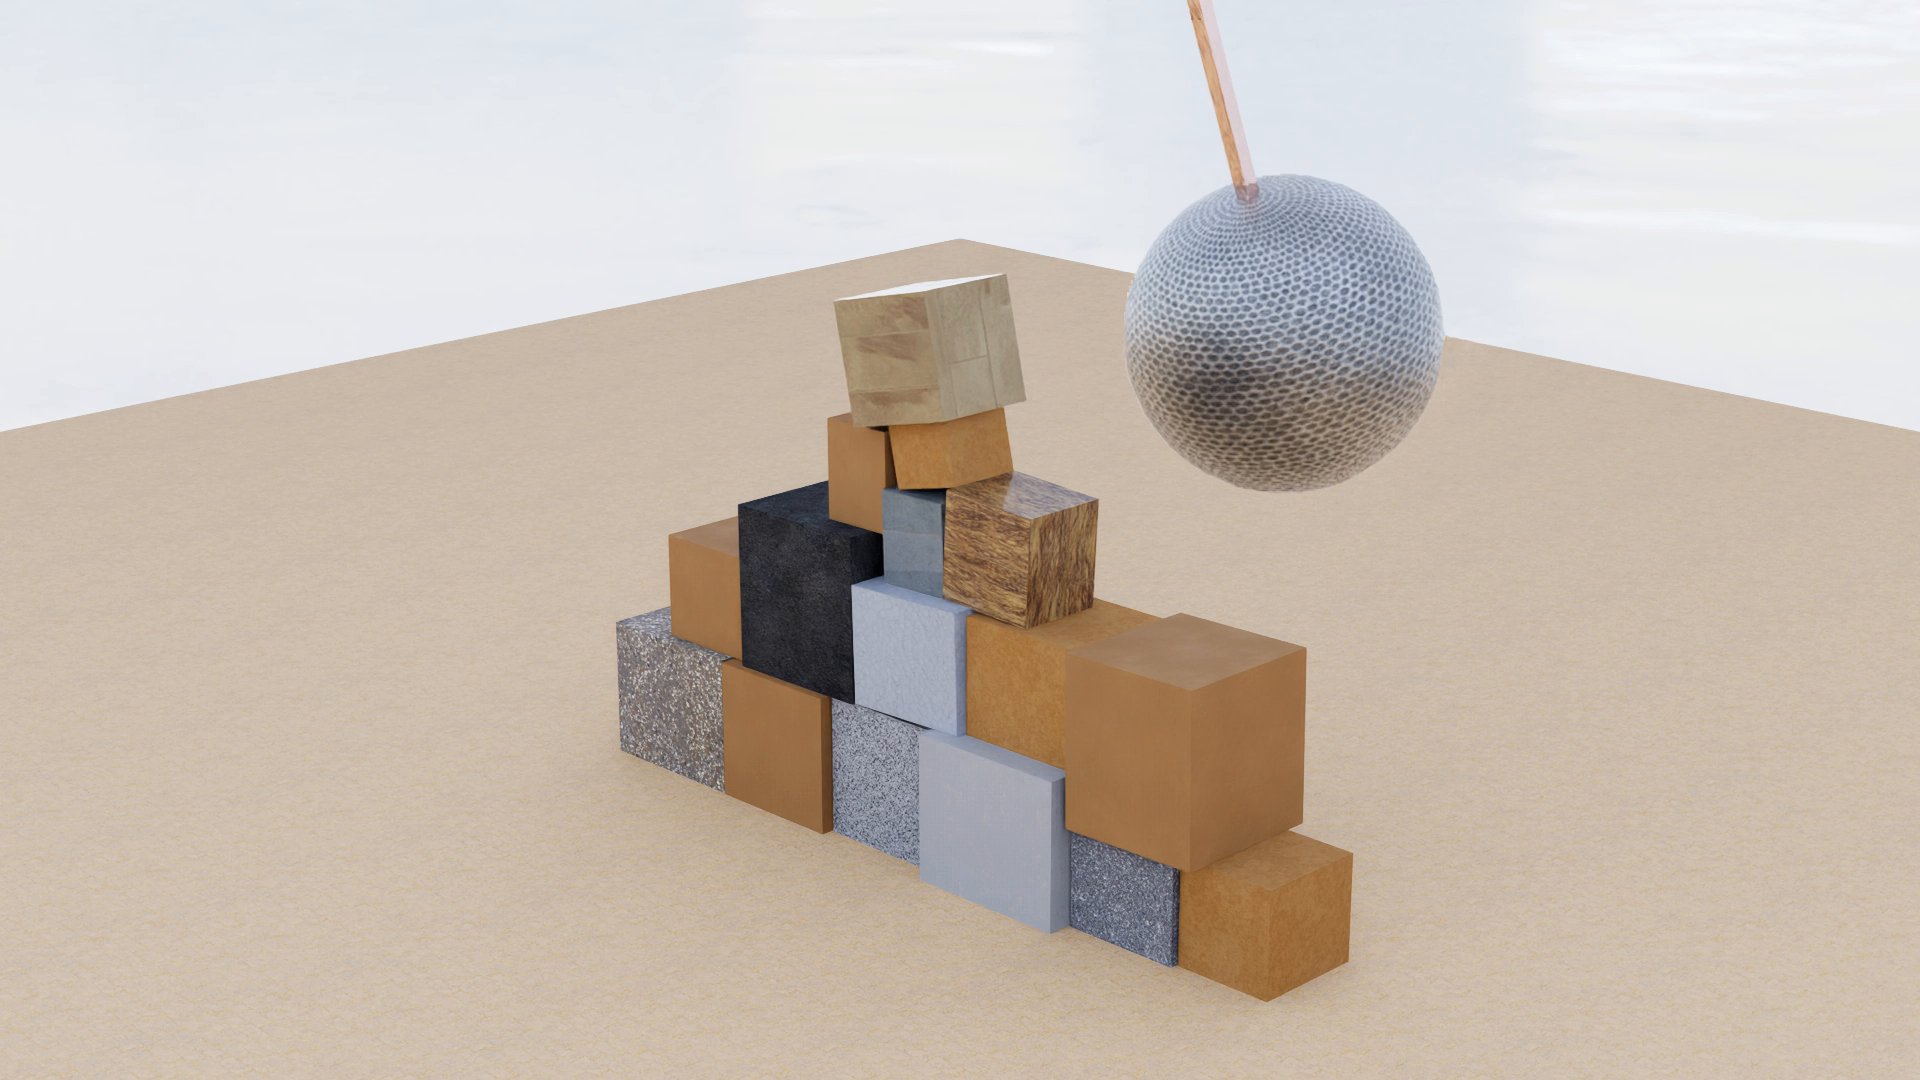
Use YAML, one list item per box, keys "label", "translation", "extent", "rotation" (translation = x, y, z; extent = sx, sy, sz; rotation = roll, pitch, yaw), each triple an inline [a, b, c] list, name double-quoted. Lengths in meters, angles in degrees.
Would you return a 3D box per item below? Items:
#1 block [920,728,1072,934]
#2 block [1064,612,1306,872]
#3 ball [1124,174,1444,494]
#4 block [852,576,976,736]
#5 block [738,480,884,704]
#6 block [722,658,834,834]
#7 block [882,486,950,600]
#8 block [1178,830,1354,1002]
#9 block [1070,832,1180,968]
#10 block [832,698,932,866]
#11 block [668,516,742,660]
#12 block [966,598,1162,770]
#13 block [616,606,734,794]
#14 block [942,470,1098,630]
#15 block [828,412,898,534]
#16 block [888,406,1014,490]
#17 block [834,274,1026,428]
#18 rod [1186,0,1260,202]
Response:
- label: "block"
  translation: [0.396, 1.212, 13.293]
  extent: [0.824, 0.716, 0.818]
  rotation: [-17, 24, -42]
- label: "block"
  translation: [0.968, 0.855, 12.607]
  extent: [0.752, 0.806, 0.709]
  rotation: [-17, 23, -42]
- label: "ball"
  translation: [1.623, -1.032, 14.718]
  extent: [1.600, 1.600, 1.600]
  rotation: [0, 17, 0]
- label: "block"
  translation: [-0.014, 0.471, 13.516]
  extent: [0.683, 0.576, 0.666]
  rotation: [-17, 22, -42]
- label: "block"
  translation: [-0.532, 0.226, 13.981]
  extent: [0.688, 0.811, 0.780]
  rotation: [-17, 23, -42]
- label: "block"
  translation: [-0.632, 0.914, 14.297]
  extent: [0.765, 0.684, 0.708]
  rotation: [-17, 24, -42]
- label: "block"
  translation: [-0.067, -0.026, 13.403]
  extent: [0.385, 0.444, 0.421]
  rotation: [14, 22, 43]
- label: "block"
  translation: [1.300, 1.575, 12.490]
  extent: [0.551, 0.505, 0.489]
  rotation: [-17, 24, -42]
- label: "block"
  translation: [0.895, 1.472, 12.843]
  extent: [0.569, 0.489, 0.586]
  rotation: [-17, 24, -42]
- label: "block"
  translation: [-0.125, 1.059, 13.826]
  extent: [0.662, 0.689, 0.684]
  rotation: [-17, 24, -42]
- label: "block"
  translation: [-1.017, 0.219, 14.476]
  extent: [0.601, 0.520, 0.570]
  rotation: [-17, 24, -42]
- label: "block"
  translation: [0.479, 0.615, 13.059]
  extent: [0.594, 0.563, 0.681]
  rotation: [-17, 24, -42]
- label: "block"
  translation: [-1.175, 0.747, 14.816]
  extent: [0.756, 0.691, 0.811]
  rotation: [-17, 24, -42]
- label: "block"
  translation: [0.268, 0.039, 13.058]
  extent: [0.438, 0.511, 0.515]
  rotation: [-17, 27, -42]
- label: "block"
  translation: [-0.331, -0.336, 13.598]
  extent: [0.382, 0.485, 0.409]
  rotation: [16, 23, 42]
- label: "block"
  translation: [-0.042, -0.422, 13.268]
  extent: [0.376, 0.309, 0.373]
  rotation: [-16, 11, -43]
- label: "block"
  translation: [-0.136, -0.852, 13.205]
  extent: [0.588, 0.579, 0.529]
  rotation: [-1, 11, 46]
- label: "rod"
  translation: [0.703, -3.753, 12.899]
  extent: [0.080, 5.200, 0.080]
  rotation: [17, 46, 42]
